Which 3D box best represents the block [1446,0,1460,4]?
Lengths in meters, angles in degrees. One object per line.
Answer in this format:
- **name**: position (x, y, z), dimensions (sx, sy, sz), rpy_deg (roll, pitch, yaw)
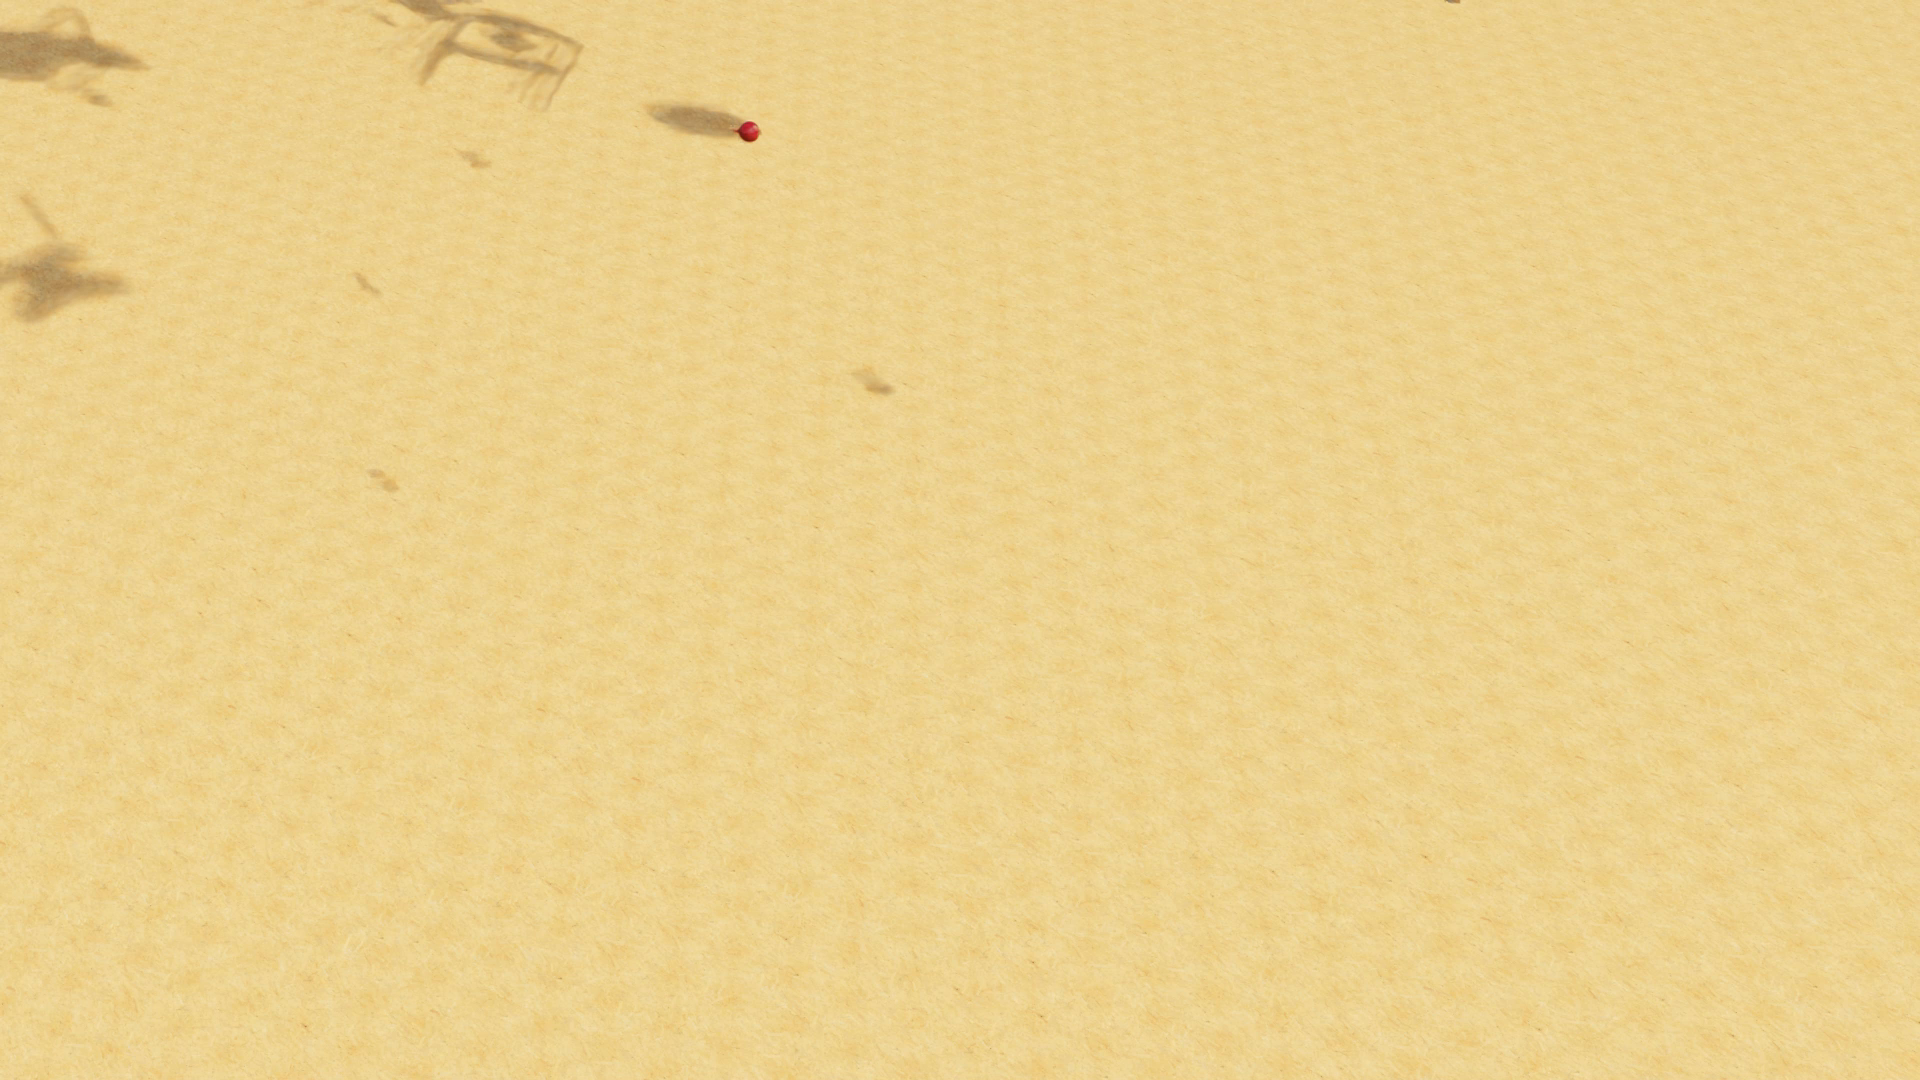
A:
- **block**: position (1.410, -1.594, 8.466), dimensions (0.079, 0.058, 0.075), rpy_deg (33, 27, 18)
